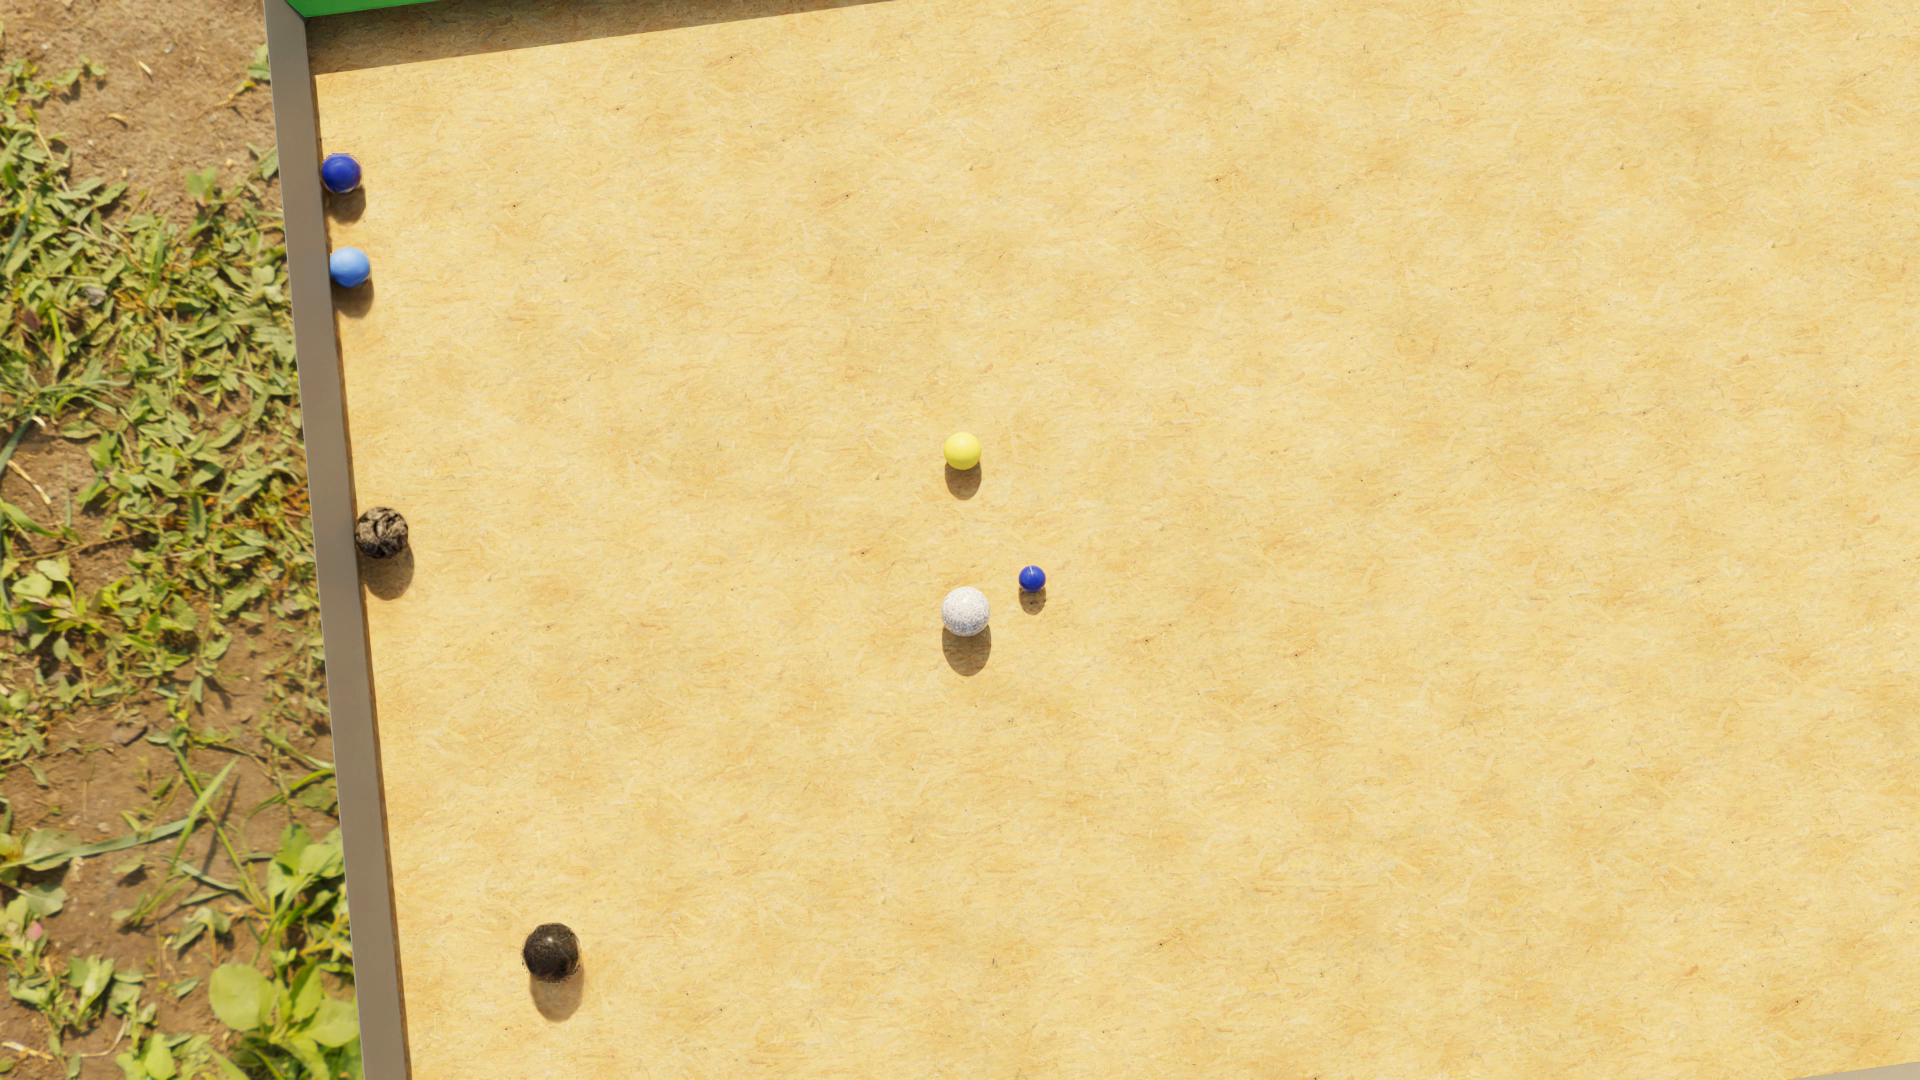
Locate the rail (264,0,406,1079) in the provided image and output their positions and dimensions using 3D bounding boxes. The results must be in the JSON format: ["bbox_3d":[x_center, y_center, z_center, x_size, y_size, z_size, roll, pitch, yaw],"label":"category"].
[{"bbox_3d":[-0.901,0.117,3.230,0.045,0.108,1.956,-8,82,-1],"label":"rail"}]

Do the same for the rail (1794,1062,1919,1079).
[{"bbox_3d":[1.051,0.809,3.130,3.730,0.108,0.045,-8,82,-1],"label":"rail"}]

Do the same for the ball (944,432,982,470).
[{"bbox_3d":[0.004,-0.133,3.293,0.057,0.057,0.057,0,82,0],"label":"ball"}]

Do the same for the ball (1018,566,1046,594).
[{"bbox_3d":[0.107,0.058,3.273,0.042,0.042,0.042,0,82,0],"label":"ball"}]

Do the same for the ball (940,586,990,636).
[{"bbox_3d":[0.008,0.106,3.250,0.075,0.075,0.075,0,82,0],"label":"ball"}]

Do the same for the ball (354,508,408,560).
[{"bbox_3d":[-0.859,-0.010,3.265,0.078,0.078,0.078,0,82,0],"label":"ball"}]

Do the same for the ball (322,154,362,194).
[{"bbox_3d":[-0.943,-0.558,3.353,0.060,0.060,0.060,0,82,0],"label":"ball"}]

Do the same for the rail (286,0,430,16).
[{"bbox_3d":[0.797,-1.062,3.401,3.730,0.108,0.045,-8,82,-1],"label":"rail"}]

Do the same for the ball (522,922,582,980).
[{"bbox_3d":[-0.589,0.594,3.175,0.083,0.083,0.083,0,82,0],"label":"ball"}]

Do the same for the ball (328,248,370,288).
[{"bbox_3d":[-0.925,-0.413,3.332,0.061,0.061,0.061,0,82,0],"label":"ball"}]
